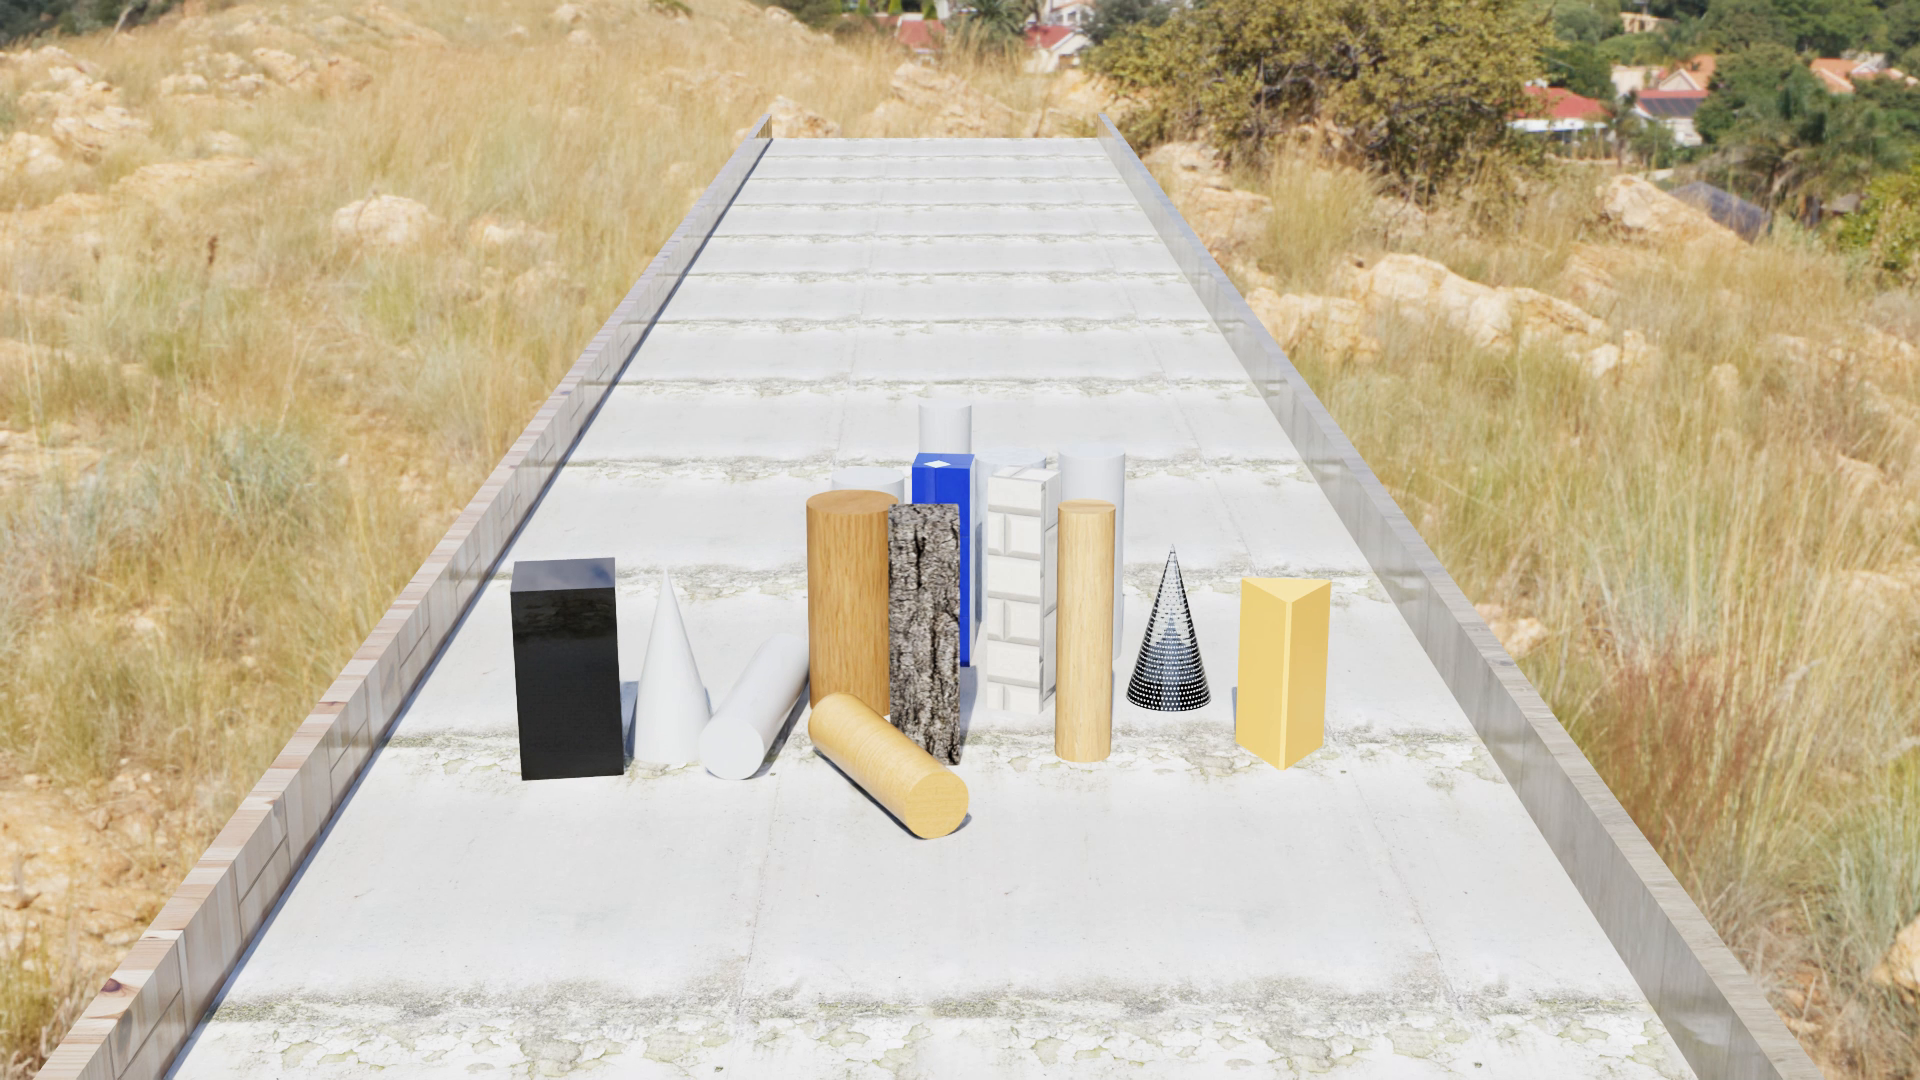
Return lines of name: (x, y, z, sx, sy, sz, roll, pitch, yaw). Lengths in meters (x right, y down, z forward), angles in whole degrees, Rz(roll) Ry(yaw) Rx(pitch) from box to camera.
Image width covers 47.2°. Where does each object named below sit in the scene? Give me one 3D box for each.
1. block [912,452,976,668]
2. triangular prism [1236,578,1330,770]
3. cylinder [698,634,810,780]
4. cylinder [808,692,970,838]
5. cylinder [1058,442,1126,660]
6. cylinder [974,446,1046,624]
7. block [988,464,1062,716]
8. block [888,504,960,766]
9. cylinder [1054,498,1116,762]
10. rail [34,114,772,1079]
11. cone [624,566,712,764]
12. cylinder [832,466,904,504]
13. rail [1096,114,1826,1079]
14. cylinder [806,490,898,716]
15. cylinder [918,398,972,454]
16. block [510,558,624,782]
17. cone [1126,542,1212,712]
block: (-0.032, 0.040, 4.378, 0.114, 0.408, 0.114, 2, 17, 5)
triangular prism: (0.556, 0.227, 3.916, 0.134, 0.311, 0.154, 12, 20, 34)
cylinder: (-0.366, 0.298, 4.020, 0.117, 0.117, 0.451, 2, 17, 7)
cylinder: (-0.128, 0.379, 3.750, 0.117, 0.117, 0.409, -8, 18, -25)
cylinder: (0.260, 0.026, 4.398, 0.133, 0.423, 0.133, 0, 17, 0)
cylinder: (0.105, -0.008, 4.641, 0.151, 0.350, 0.151, 0, 17, 0)
block: (0.120, 0.094, 4.123, 0.104, 0.449, 0.104, 7, 18, 23)
block: (-0.063, 0.168, 3.880, 0.123, 0.446, 0.123, 0, 17, -1)
cylinder: (0.220, 0.161, 3.881, 0.100, 0.458, 0.100, 0, 17, 0)
rail: (-1.118, -0.838, 7.780, 0.050, 0.150, 12.000, 0, 17, -1)
cone: (-0.519, 0.207, 3.927, 0.172, 0.343, 0.172, 0, 17, 0)
cylinder: (-0.192, 0.014, 4.640, 0.154, 0.308, 0.154, 0, 17, 0)
rail: (0.932, -0.844, 7.801, 0.050, 0.150, 12.000, 0, 17, -1)
cylinder: (-0.199, 0.121, 4.117, 0.171, 0.400, 0.171, 0, 17, 0)
cylinder: (-0.032, -0.105, 4.865, 0.118, 0.407, 0.118, 0, 17, 0)
block: (-0.687, 0.225, 3.865, 0.176, 0.346, 0.176, -2, 17, -8)
cone: (0.400, 0.152, 4.175, 0.165, 0.309, 0.165, 0, 17, 0)
